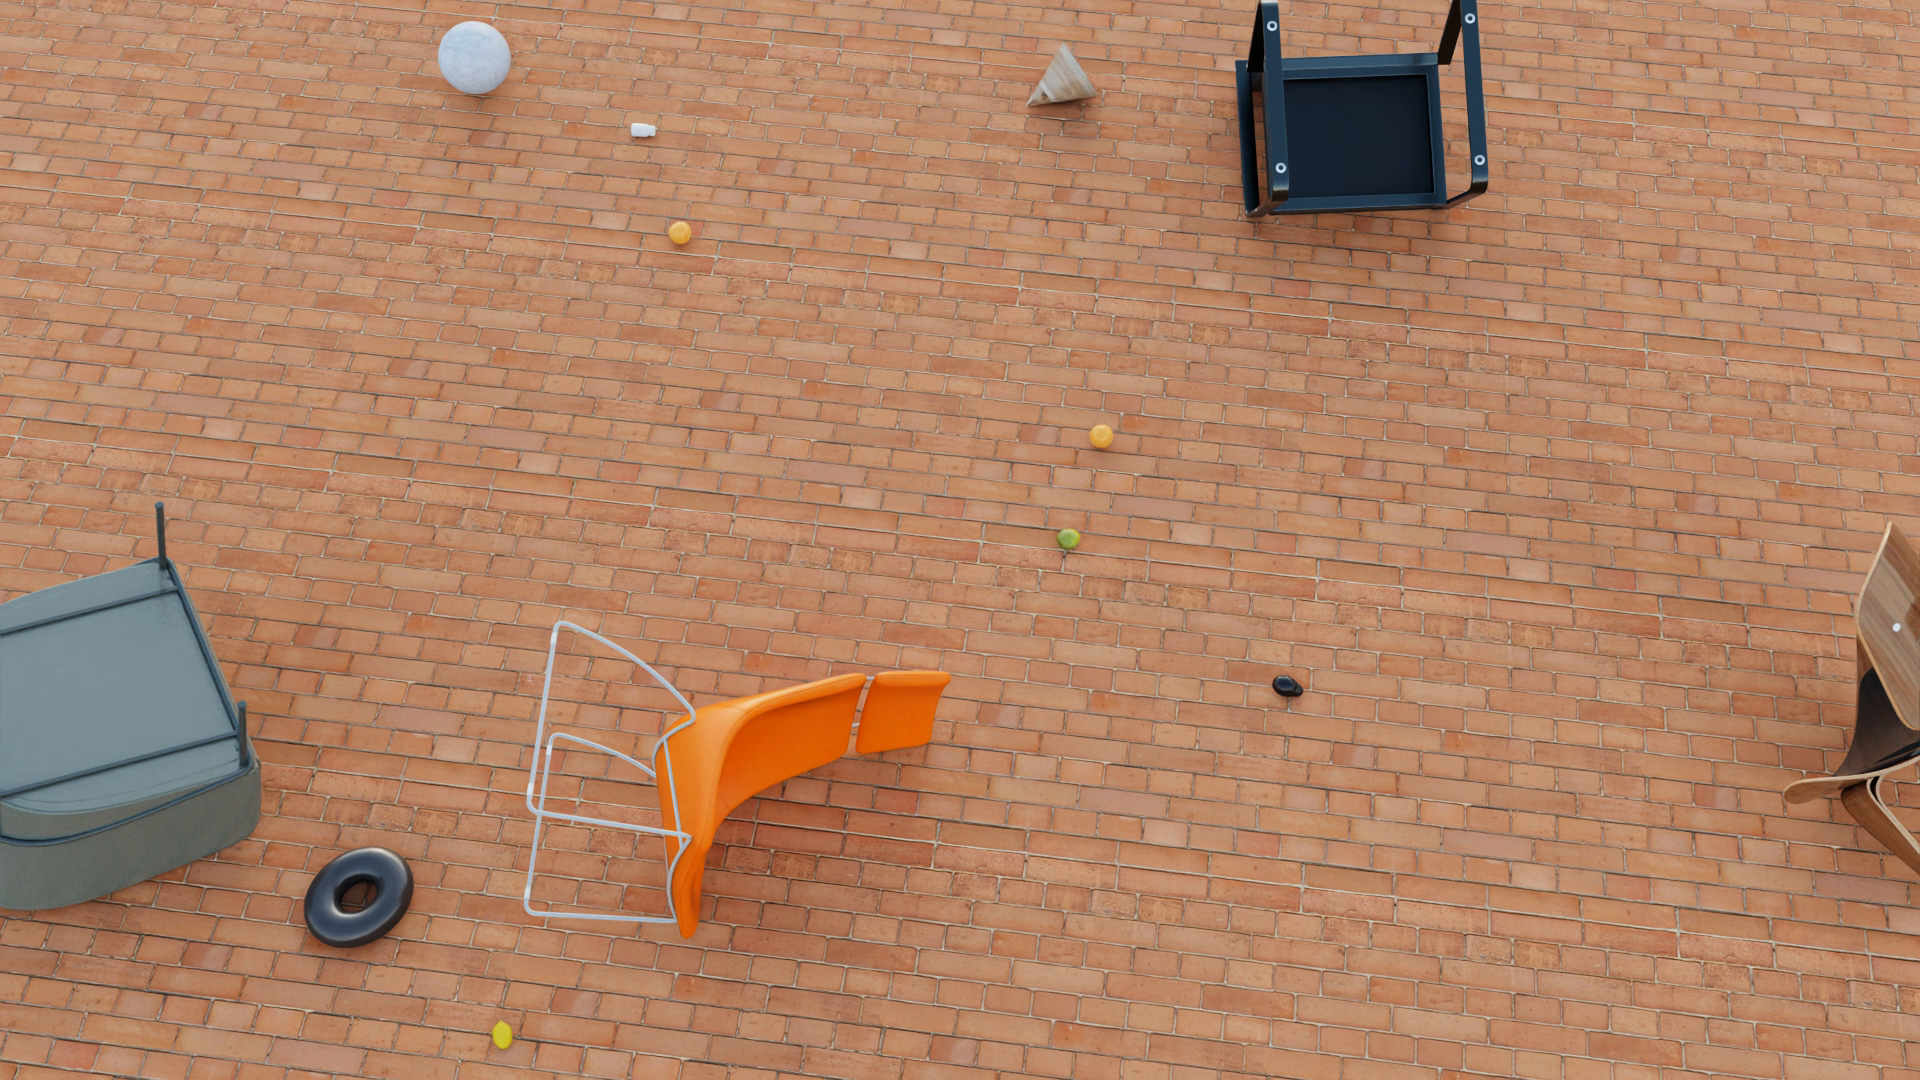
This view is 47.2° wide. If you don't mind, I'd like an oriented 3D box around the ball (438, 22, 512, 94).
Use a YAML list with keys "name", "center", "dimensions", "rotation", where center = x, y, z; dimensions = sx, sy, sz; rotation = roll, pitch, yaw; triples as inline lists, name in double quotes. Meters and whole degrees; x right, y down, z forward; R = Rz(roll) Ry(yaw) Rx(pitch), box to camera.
- name: "ball"
  center: [-1.663, -1.652, 7.535]
  dimensions: [0.245, 0.245, 0.245]
  rotation: [0, 56, 0]

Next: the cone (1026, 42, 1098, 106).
- name: "cone"
  center: [0.320, -1.556, 7.559]
  dimensions: [0.229, 0.208, 0.254]
  rotation: [-33, 40, 8]

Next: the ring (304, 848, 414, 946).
- name: "ring"
  center: [-1.607, 0.954, 5.880]
  dimensions: [0.268, 0.091, 0.306]
  rotation: [37, 64, 23]
